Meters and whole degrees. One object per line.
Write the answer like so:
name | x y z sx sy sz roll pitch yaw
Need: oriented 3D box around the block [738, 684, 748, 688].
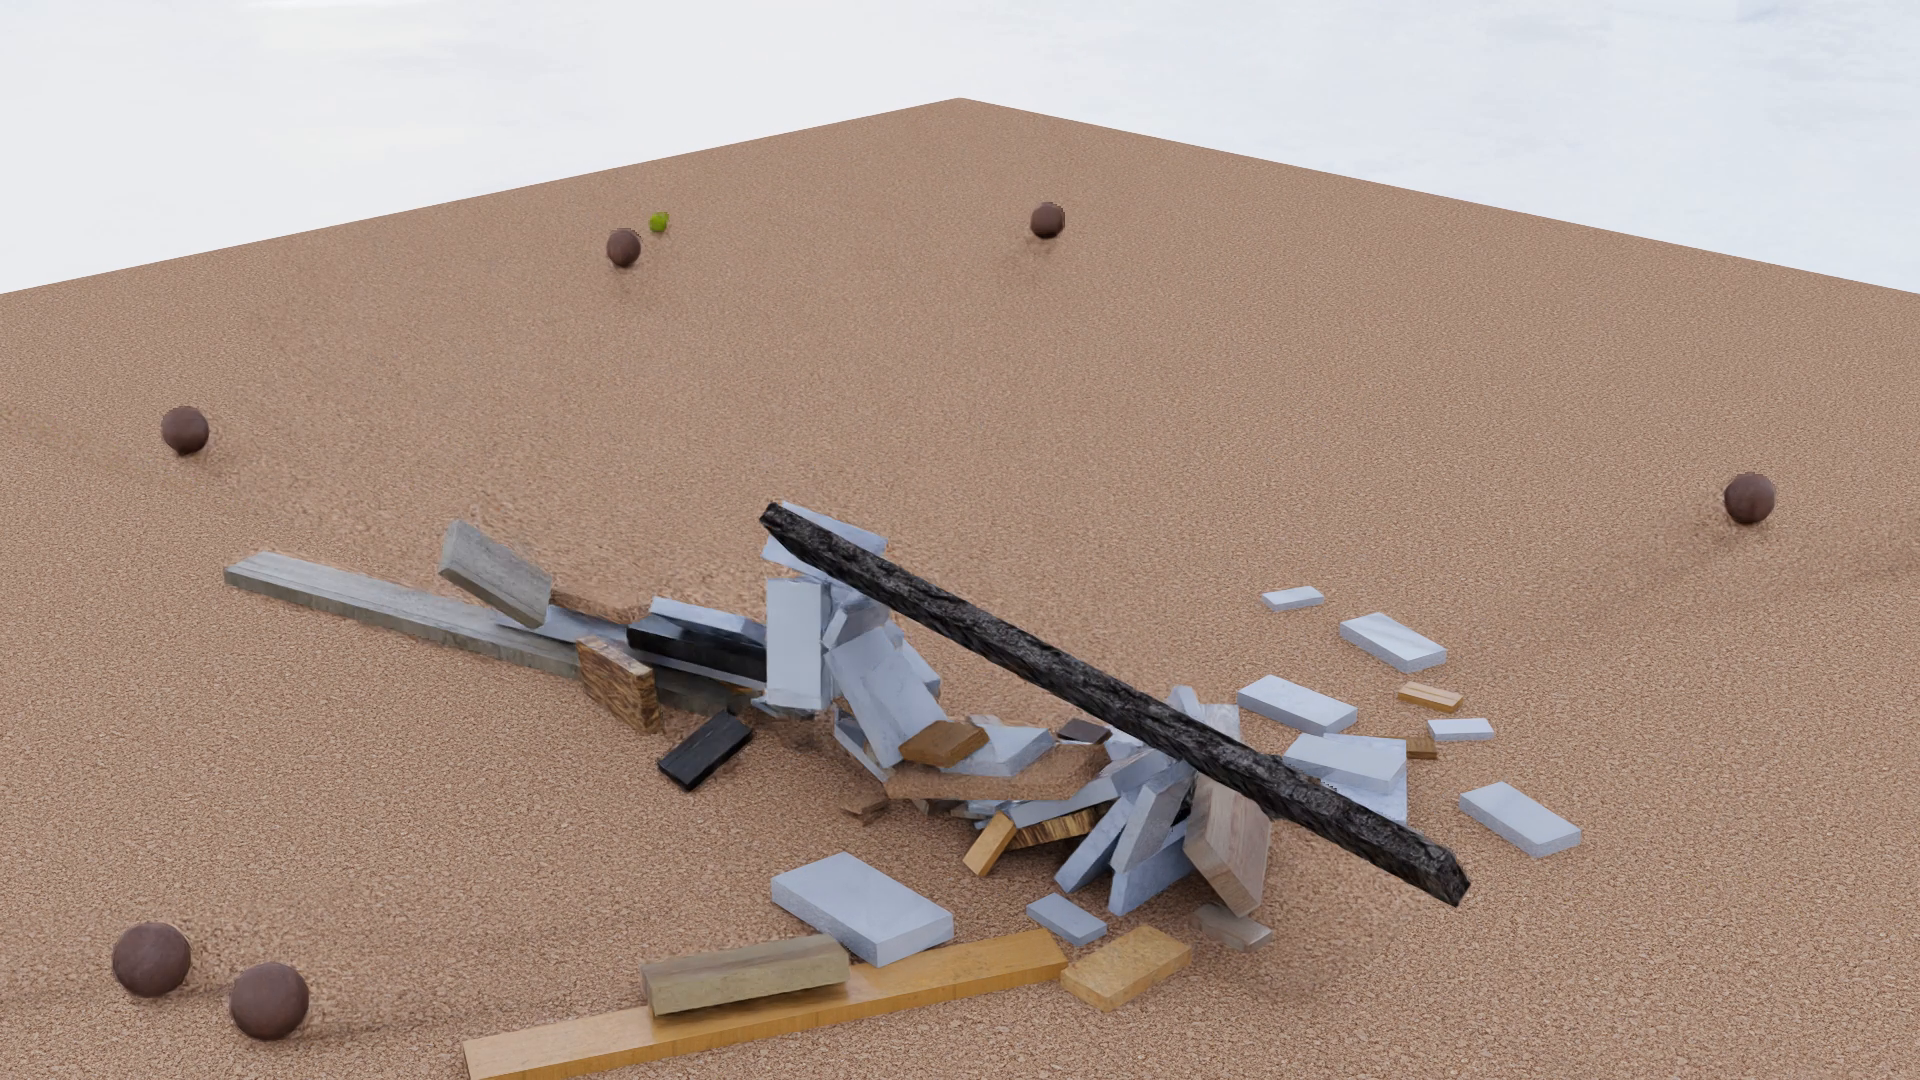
block | -0.494 0.302 4.879 0.096 0.014 0.048 16 26 21

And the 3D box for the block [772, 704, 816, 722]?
block | -0.363 0.373 4.795 0.092 0.013 0.046 20 14 38

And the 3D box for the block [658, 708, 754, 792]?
block | -0.529 0.438 4.585 0.093 0.026 0.185 30 57 33

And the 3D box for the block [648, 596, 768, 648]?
block | -0.533 0.179 4.762 0.260 0.037 0.130 11 -13 34

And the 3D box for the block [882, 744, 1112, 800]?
block | 0.063 0.448 4.235 0.130 0.037 0.536 -37 18 -35

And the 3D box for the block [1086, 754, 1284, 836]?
block | 0.460 0.522 4.467 0.461 0.049 0.172 -5 24 -12

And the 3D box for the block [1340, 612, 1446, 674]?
block | 1.013 0.240 5.152 0.119 0.034 0.238 -13 26 -28

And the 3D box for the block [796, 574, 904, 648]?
block | -0.246 0.154 4.653 0.130 0.037 0.260 -15 41 -34

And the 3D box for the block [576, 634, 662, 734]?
block | -0.750 0.314 4.825 0.040 0.140 0.279 -20 26 -32

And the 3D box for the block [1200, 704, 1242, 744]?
block | 0.542 0.422 4.723 0.119 0.034 0.239 2 23 4

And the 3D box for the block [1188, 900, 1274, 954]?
block | 0.498 0.714 4.052 0.072 0.020 0.143 -21 31 -40

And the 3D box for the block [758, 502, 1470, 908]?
block | 0.226 0.270 4.078 1.586 0.170 0.048 26 77 34

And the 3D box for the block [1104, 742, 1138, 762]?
block | 0.235 0.474 4.395 0.239 0.034 0.119 -8 59 30

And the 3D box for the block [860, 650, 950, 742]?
block | -0.105 0.334 4.434 0.101 0.202 0.029 -36 0 -33

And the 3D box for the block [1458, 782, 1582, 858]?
block | 1.119 0.559 4.403 0.113 0.032 0.227 -12 26 -27

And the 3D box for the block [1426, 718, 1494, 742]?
block | 1.085 0.411 4.768 0.129 0.018 0.064 -2 23 -4

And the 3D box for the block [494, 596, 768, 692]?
block | -0.685 0.233 4.993 0.905 0.037 0.130 11 24 32

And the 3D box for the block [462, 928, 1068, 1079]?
block | -0.322 0.811 3.809 1.050 0.032 0.113 -8 24 -18

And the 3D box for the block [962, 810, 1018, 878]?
block | 0.060 0.587 4.246 0.017 0.122 0.061 35 1 -36

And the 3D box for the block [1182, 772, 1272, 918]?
block | 0.513 0.564 4.196 0.049 0.172 0.344 -36 8 21

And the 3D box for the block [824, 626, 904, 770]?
block | -0.157 0.318 4.451 0.131 0.261 0.037 -25 -5 -33

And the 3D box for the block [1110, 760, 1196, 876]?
block | 0.350 0.505 4.002 0.112 0.224 0.032 -25 56 -39

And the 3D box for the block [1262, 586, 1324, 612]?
block | 0.817 0.144 5.397 0.137 0.019 0.068 -9 24 -19

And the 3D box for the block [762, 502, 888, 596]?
block | -0.290 0.017 4.685 0.260 0.130 0.037 20 -4 29

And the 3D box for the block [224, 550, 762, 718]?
block | -1.141 0.213 5.209 1.518 0.040 0.140 12 26 27

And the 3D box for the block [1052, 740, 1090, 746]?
block | 0.178 0.442 4.589 0.202 0.029 0.101 0 0 -28

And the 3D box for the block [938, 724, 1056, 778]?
block | 0.065 0.405 4.237 0.119 0.034 0.238 -35 17 -30

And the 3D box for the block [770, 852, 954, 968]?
block | -0.183 0.678 4.058 0.170 0.048 0.340 -15 22 -35

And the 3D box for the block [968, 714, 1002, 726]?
block | 0.105 0.455 4.638 0.061 0.017 0.340 1 23 -23

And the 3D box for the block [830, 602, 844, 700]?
block | -0.264 0.229 4.538 0.026 0.185 0.093 -2 -16 -41

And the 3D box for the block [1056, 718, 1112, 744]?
block | 0.266 0.413 4.694 0.052 0.015 0.148 -40 22 -19

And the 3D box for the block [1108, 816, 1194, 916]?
block | 0.370 0.616 4.157 0.032 0.112 0.224 30 37 33

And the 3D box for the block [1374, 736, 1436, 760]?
block | 0.948 0.443 4.693 0.129 0.018 0.064 2 23 4

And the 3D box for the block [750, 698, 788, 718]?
block | -0.414 0.368 4.839 0.046 0.013 0.092 -2 19 -44
